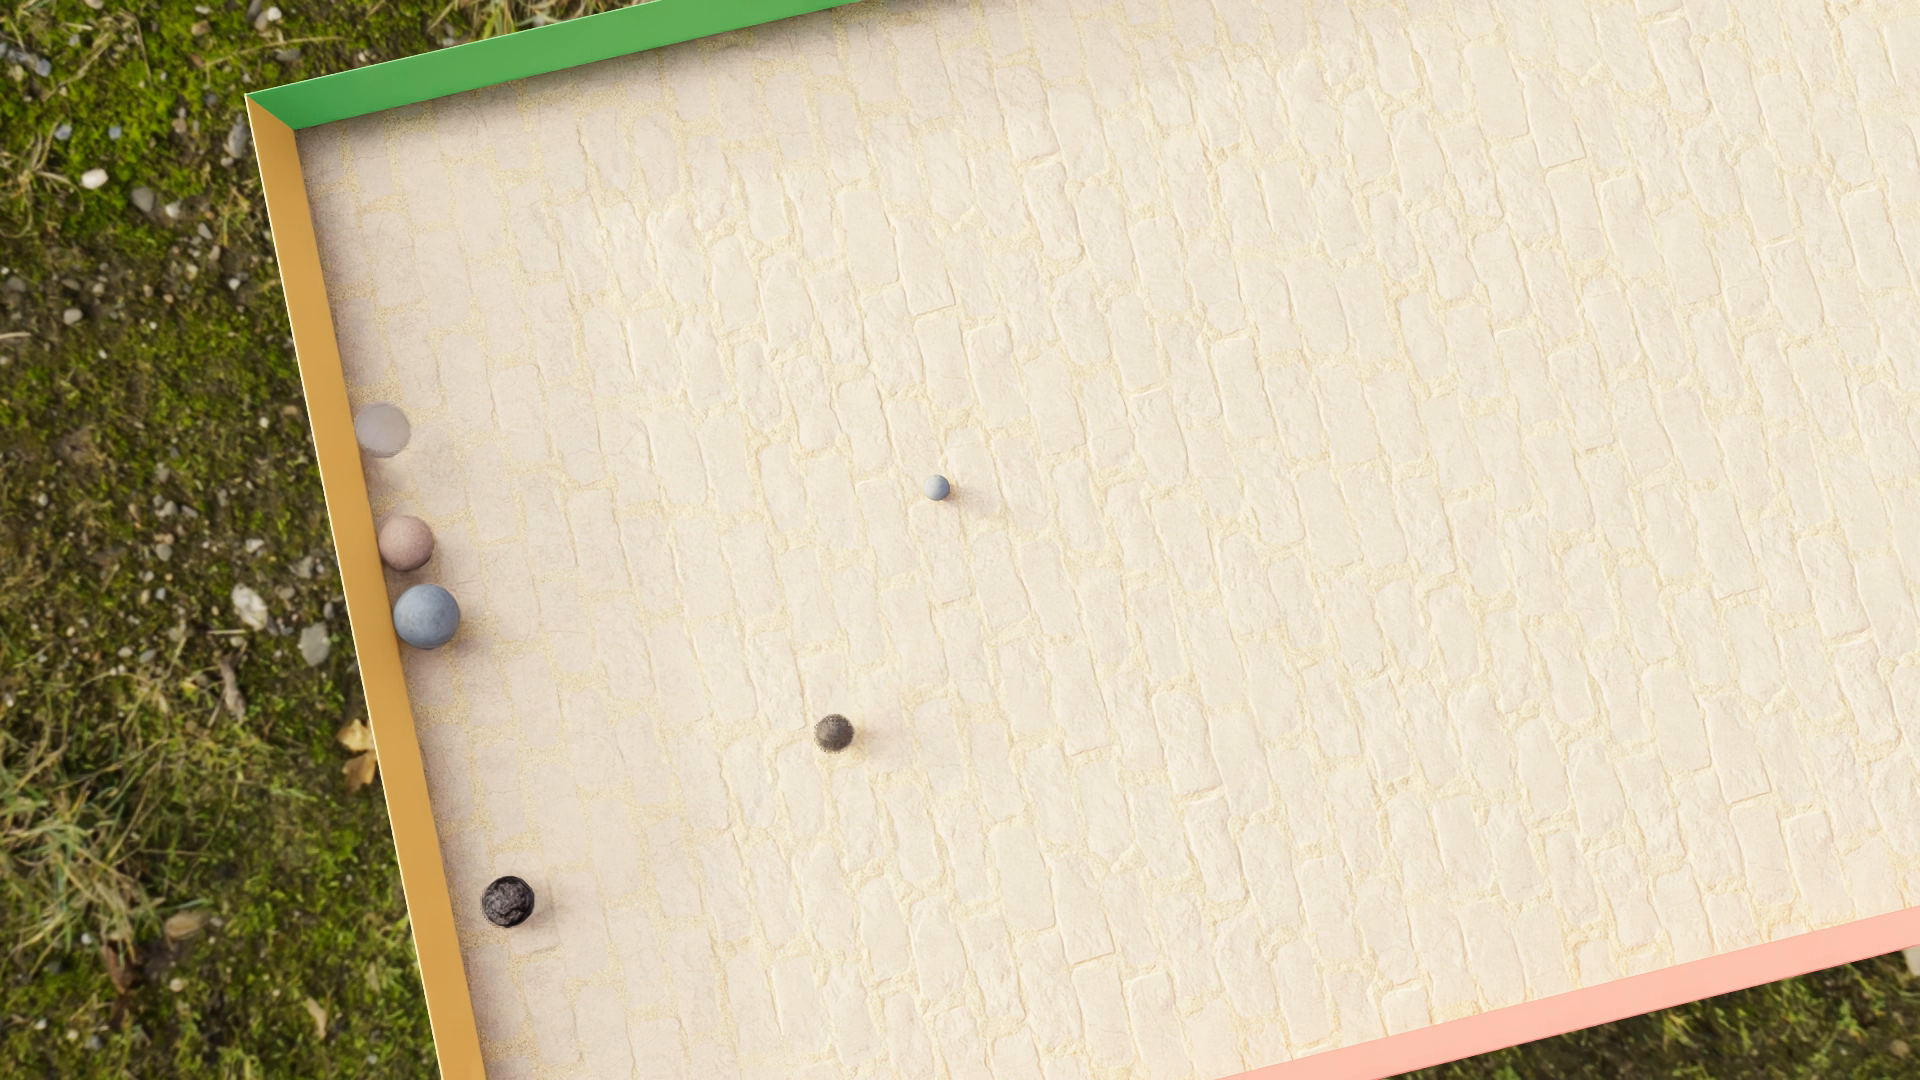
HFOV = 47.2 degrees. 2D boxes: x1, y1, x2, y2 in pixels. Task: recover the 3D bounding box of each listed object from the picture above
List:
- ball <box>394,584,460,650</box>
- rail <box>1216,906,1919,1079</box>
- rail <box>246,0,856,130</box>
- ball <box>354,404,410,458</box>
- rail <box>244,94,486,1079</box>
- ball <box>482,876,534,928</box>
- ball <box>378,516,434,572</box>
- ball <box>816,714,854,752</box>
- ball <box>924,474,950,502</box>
[{"bbox_3d":[-0.785,0.114,3.239,0.096,0.096,0.096,0,82,0],"label":"ball"},{"bbox_3d":[1.061,0.624,3.148,3.535,0.124,0.045,-13,82,-2],"label":"rail"},{"bbox_3d":[0.657,-1.041,3.394,3.535,0.124,0.045,-13,82,-2],"label":"rail"},{"bbox_3d":[-0.863,-0.163,3.287,0.081,0.081,0.081,0,82,0],"label":"ball"},{"bbox_3d":[-0.836,0.194,3.212,0.045,0.124,1.778,-13,82,-2],"label":"rail"},{"bbox_3d":[-0.655,0.524,3.190,0.074,0.074,0.074,0,82,0],"label":"ball"},{"bbox_3d":[-0.822,0.006,3.262,0.082,0.082,0.082,0,82,0],"label":"ball"},{"bbox_3d":[-0.184,0.283,3.234,0.056,0.056,0.056,0,82,0],"label":"ball"},{"bbox_3d":[-0.035,-0.078,3.295,0.040,0.040,0.040,0,82,0],"label":"ball"}]
